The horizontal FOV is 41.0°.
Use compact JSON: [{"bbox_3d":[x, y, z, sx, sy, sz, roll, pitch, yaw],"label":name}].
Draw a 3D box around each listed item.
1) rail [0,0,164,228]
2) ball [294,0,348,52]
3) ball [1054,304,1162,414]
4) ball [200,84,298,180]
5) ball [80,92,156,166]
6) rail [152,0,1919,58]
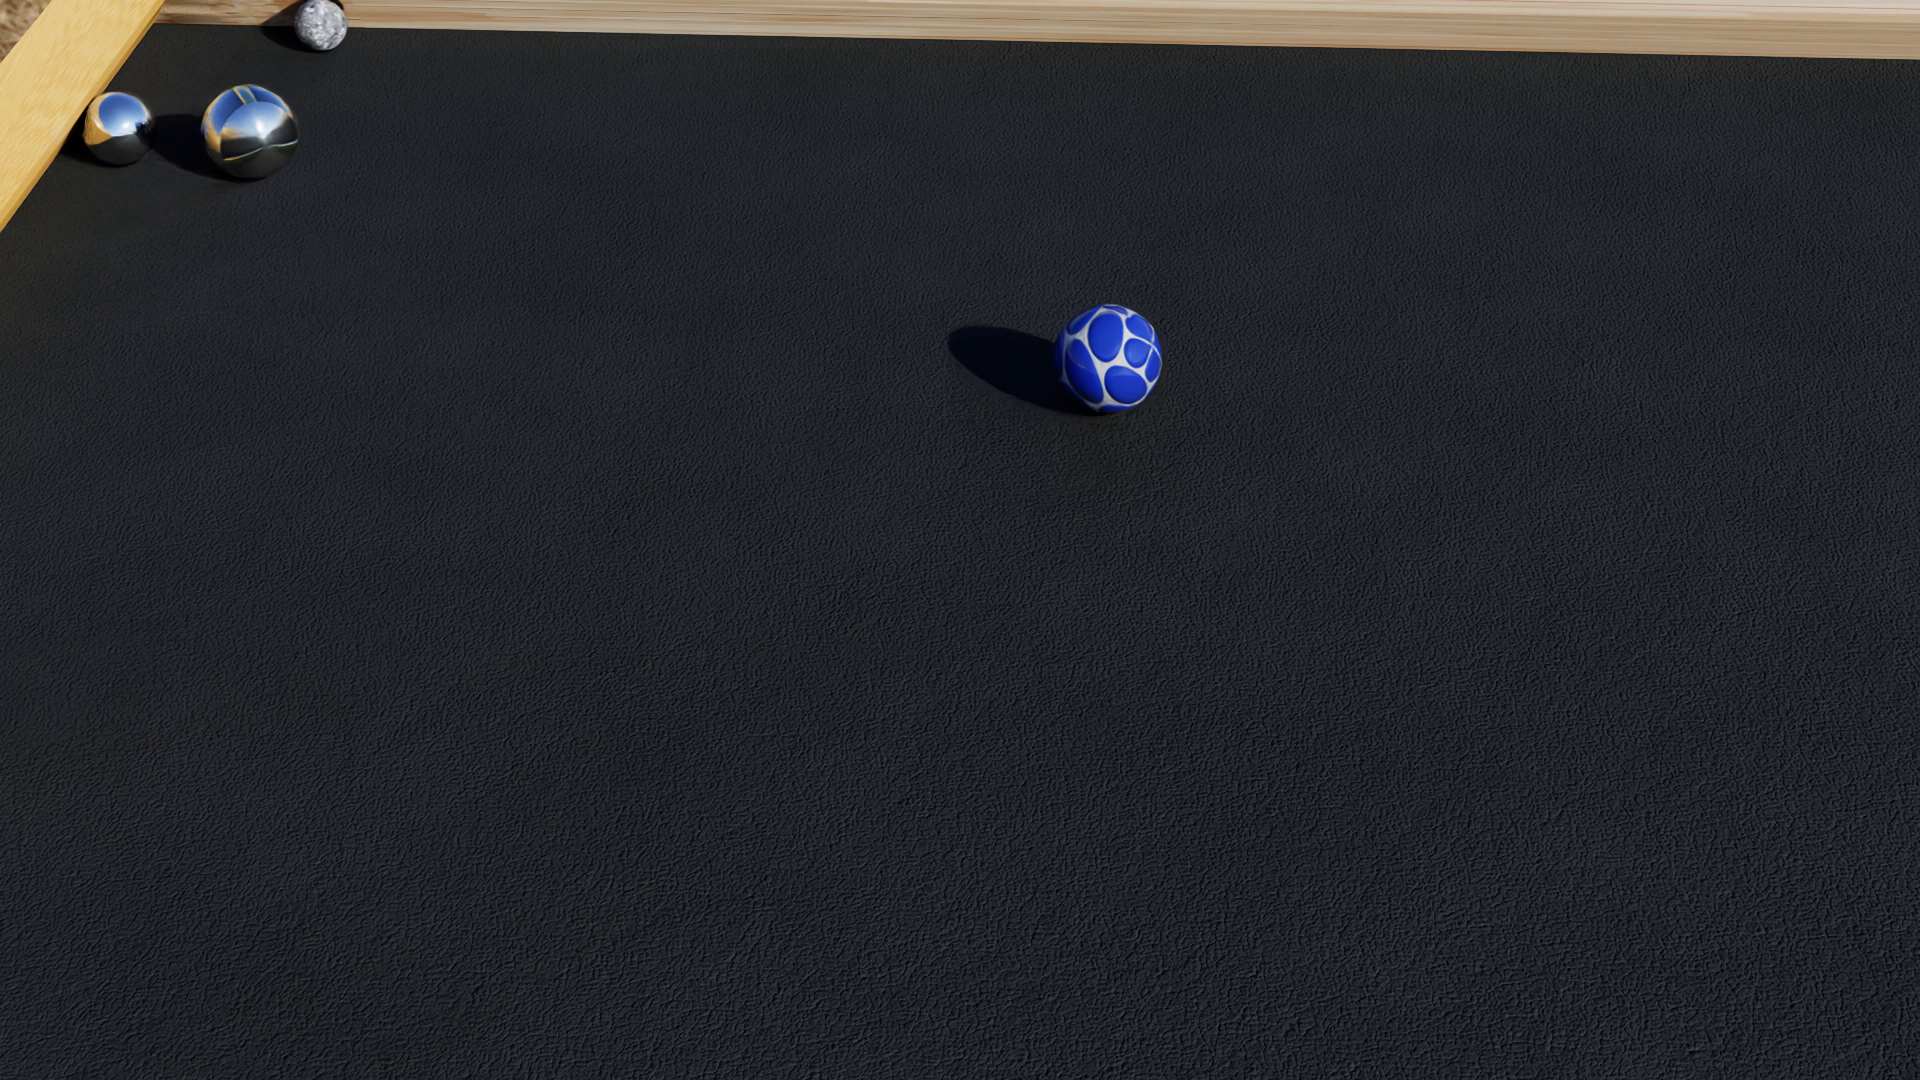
[{"bbox_3d":[-0.817,-0.045,1.774,0.045,0.119,1.775,2,36,2],"label":"rail"},{"bbox_3d":[-0.615,-0.495,2.467,0.050,0.050,0.050,0,36,0],"label":"ball"},{"bbox_3d":[0.112,-0.136,1.937,0.082,0.082,0.082,0,36,0],"label":"ball"},{"bbox_3d":[-0.622,-0.357,2.245,0.082,0.082,0.082,0,36,0],"label":"ball"},{"bbox_3d":[-0.745,-0.364,2.271,0.064,0.064,0.064,0,36,0],"label":"ball"},{"bbox_3d":[0.883,-0.499,2.411,3.369,0.119,0.045,2,36,2],"label":"rail"}]
